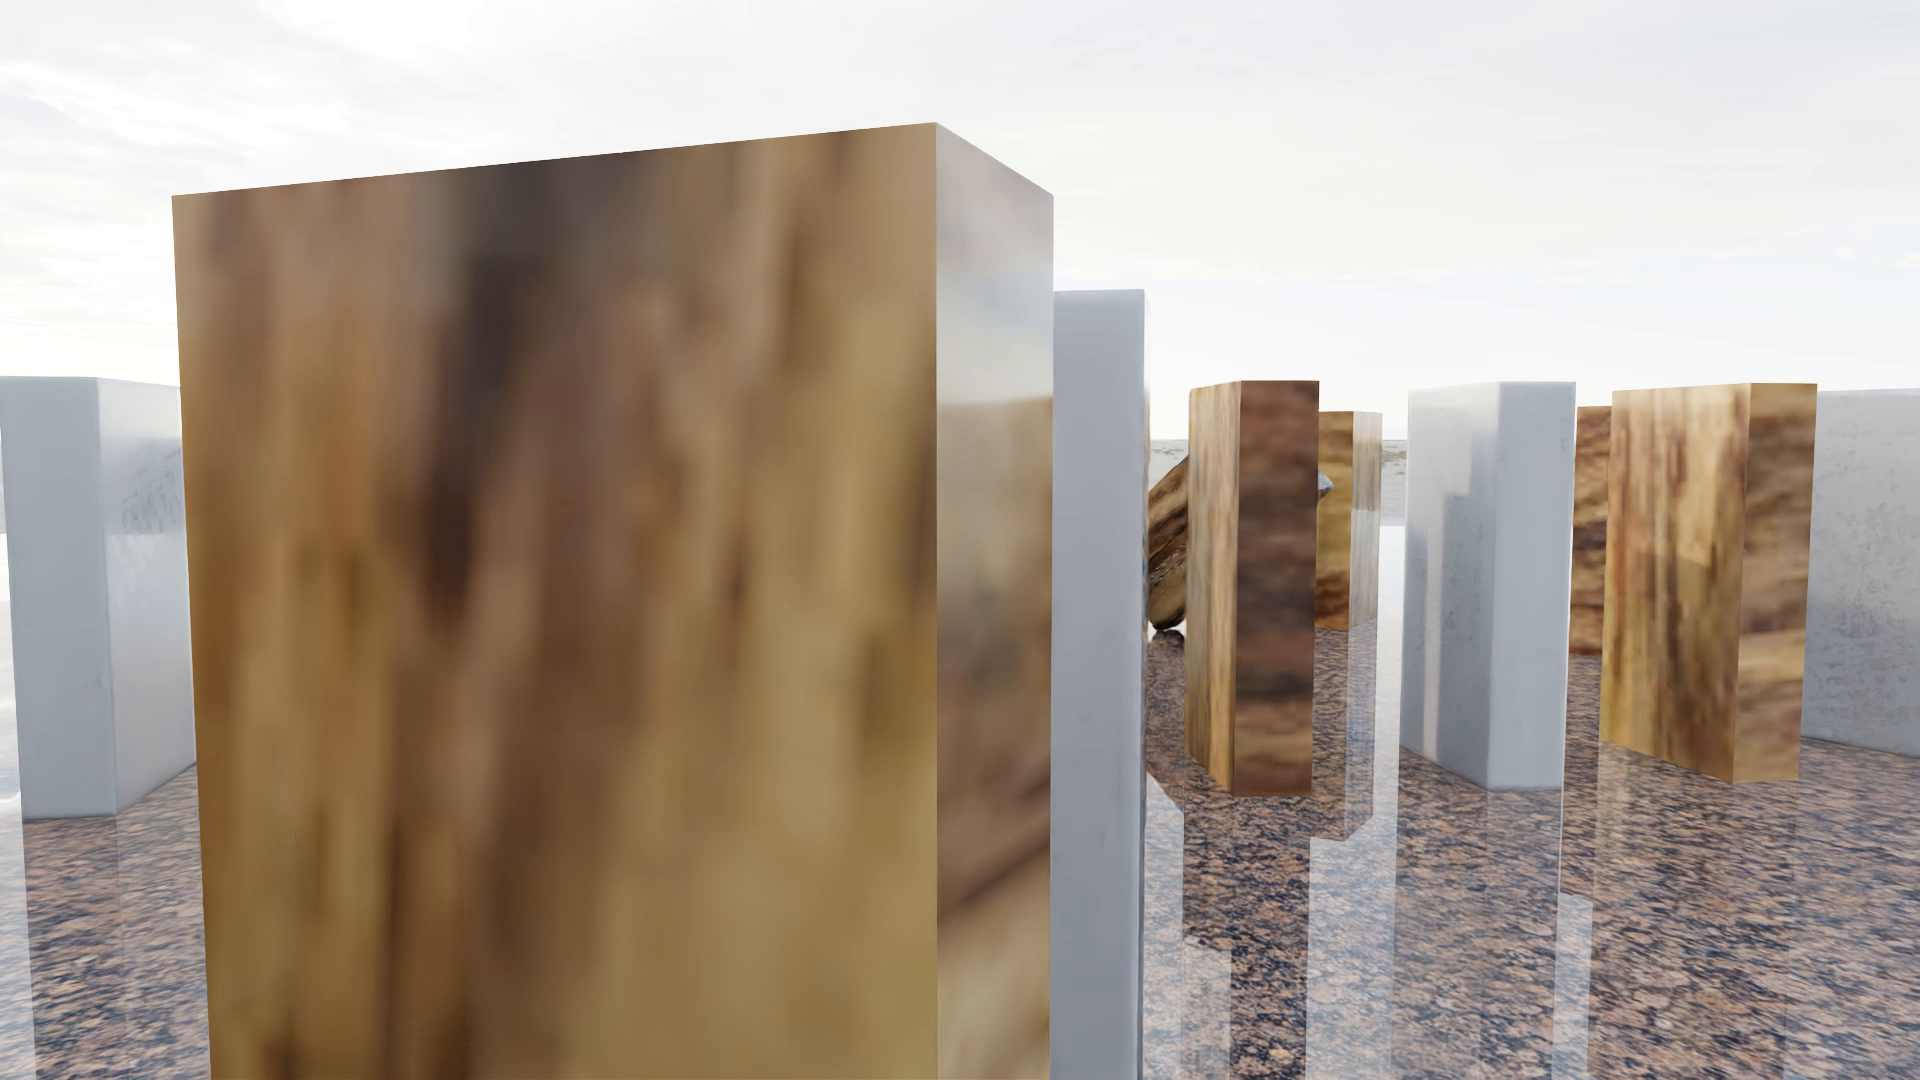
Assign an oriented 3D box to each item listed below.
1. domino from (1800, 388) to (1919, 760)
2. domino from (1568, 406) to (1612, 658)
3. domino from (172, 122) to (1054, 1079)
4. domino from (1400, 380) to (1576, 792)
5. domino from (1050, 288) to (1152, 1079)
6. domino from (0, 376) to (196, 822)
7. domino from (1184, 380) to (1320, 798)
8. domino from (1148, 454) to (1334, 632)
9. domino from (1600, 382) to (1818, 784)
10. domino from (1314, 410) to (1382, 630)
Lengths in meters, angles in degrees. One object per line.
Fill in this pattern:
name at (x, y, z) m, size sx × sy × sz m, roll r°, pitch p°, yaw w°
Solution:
domino at (0.129, 0.004, 0.182) m, size 0.010 × 0.050 × 0.025 m, roll -2°, pitch 5°, yaw -30°
domino at (0.137, -0.002, 0.263) m, size 0.025 × 0.050 × 0.009 m, roll -3°, pitch 5°, yaw -34°
domino at (-0.011, 0.014, 0.041) m, size 0.025 × 0.050 × 0.010 m, roll 2°, pitch 5°, yaw 21°
domino at (0.068, 0.005, 0.168) m, size 0.010 × 0.050 × 0.025 m, roll 0°, pitch 4°, yaw -6°
domino at (-0.002, 0.012, 0.071) m, size 0.025 × 0.050 × 0.009 m, roll 1°, pitch 4°, yaw 10°
domino at (-0.104, 0.006, 0.156) m, size 0.009 × 0.050 × 0.025 m, roll -1°, pitch 4°, yaw -12°
domino at (0.037, 0.005, 0.165) m, size 0.009 × 0.050 × 0.025 m, roll 0°, pitch 4°, yaw -4°
domino at (0.055, -0.005, 0.285) m, size 0.010 × 0.025 × 0.050 m, roll -8°, pitch -32°, yaw -51°
domino at (0.099, 0.005, 0.172) m, size 0.009 × 0.050 × 0.025 m, roll -1°, pitch 4°, yaw -10°
domino at (0.092, -0.005, 0.306) m, size 0.009 × 0.050 × 0.025 m, roll 3°, pitch 5°, yaw 33°
